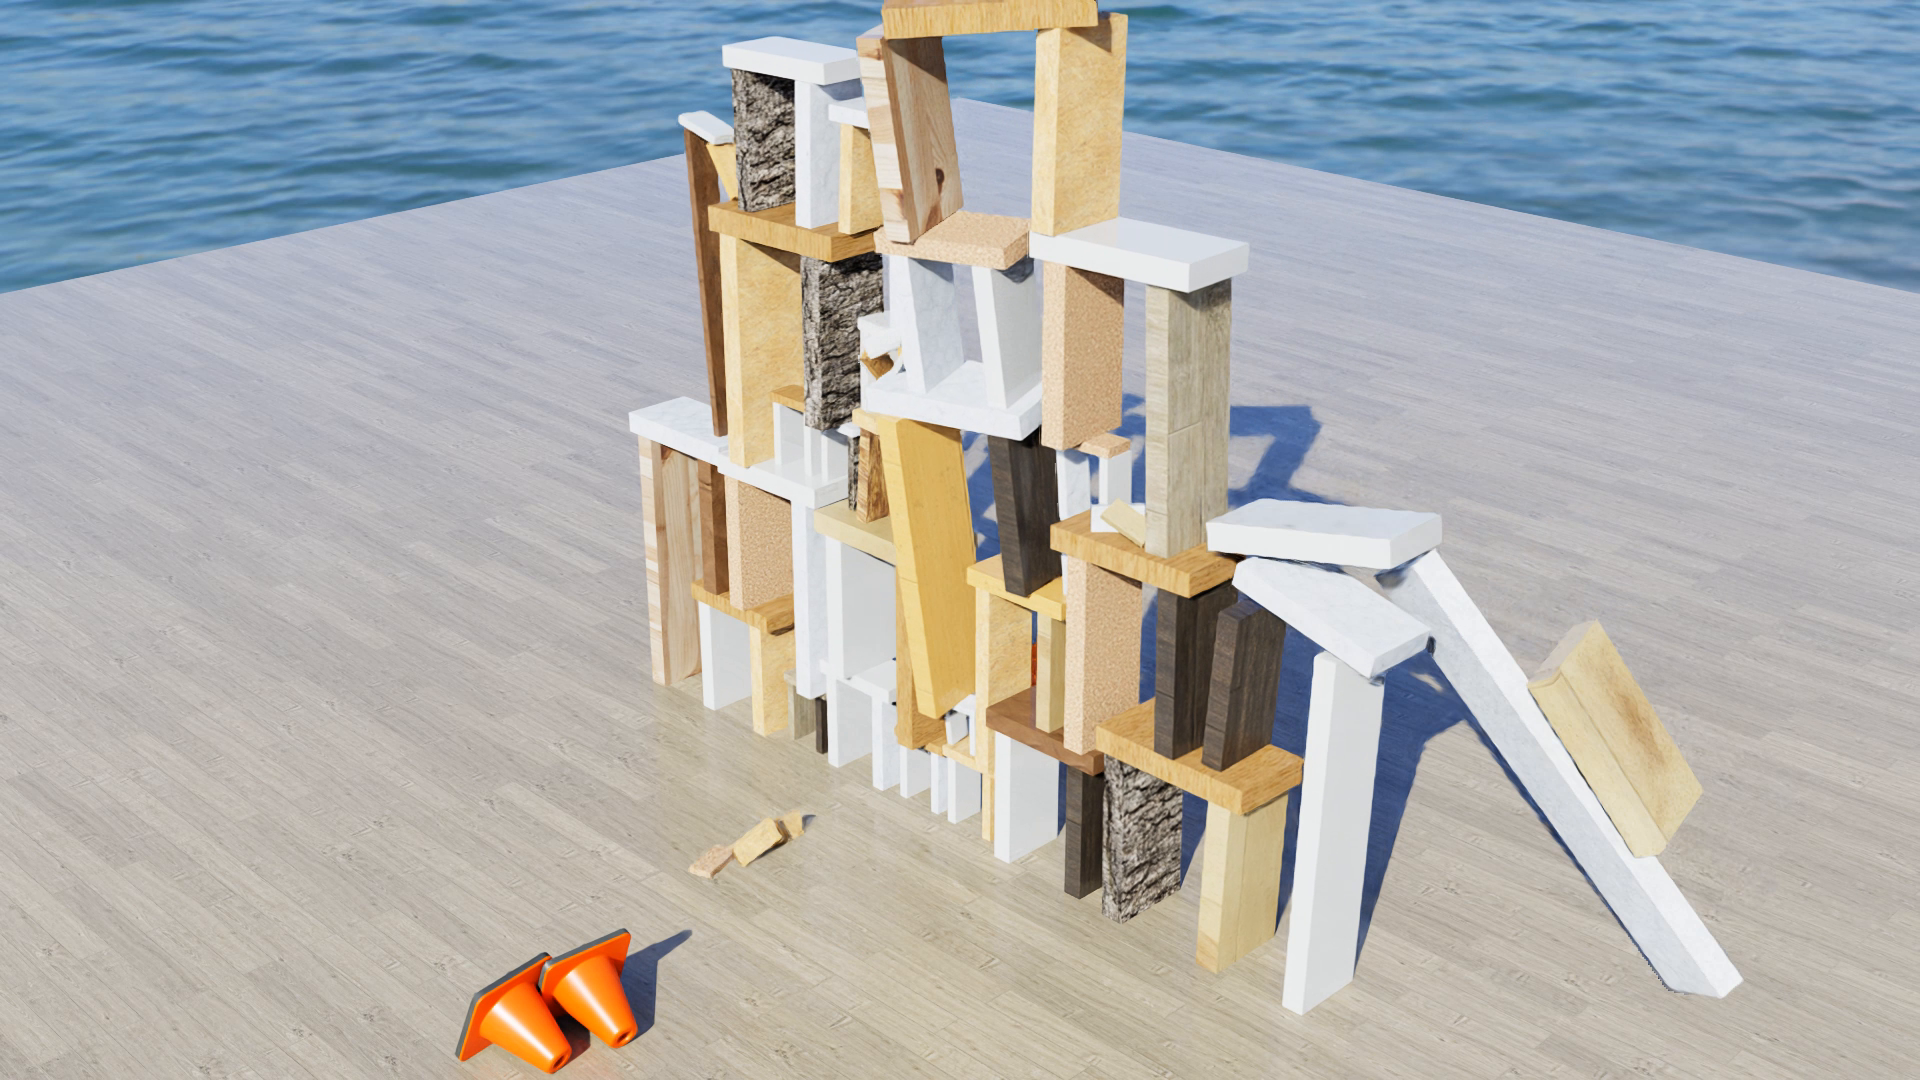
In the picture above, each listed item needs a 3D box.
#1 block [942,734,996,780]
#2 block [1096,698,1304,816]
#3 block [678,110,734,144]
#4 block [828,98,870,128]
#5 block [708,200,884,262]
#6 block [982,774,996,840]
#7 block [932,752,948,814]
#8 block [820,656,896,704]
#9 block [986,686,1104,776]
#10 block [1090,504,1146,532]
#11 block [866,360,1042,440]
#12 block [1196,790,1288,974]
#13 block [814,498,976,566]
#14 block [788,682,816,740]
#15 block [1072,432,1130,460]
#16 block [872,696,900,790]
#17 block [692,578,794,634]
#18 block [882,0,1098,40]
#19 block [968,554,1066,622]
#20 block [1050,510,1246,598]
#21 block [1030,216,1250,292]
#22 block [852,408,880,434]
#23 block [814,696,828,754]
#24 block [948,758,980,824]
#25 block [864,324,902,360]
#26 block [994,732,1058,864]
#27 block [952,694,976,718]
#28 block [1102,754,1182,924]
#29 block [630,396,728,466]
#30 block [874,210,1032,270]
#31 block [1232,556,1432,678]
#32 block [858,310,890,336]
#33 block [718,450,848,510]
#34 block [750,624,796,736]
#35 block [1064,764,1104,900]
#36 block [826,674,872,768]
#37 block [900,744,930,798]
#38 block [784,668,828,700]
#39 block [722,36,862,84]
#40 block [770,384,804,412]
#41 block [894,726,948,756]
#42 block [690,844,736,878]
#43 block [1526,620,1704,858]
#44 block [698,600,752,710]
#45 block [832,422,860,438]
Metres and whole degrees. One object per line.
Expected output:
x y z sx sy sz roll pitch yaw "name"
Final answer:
0.042 0.428 4.355 0.145 0.021 0.072 21 31 40 "block"
0.425 0.382 3.931 0.169 0.048 0.338 -21 30 -40 "block"
-0.503 -0.828 4.410 0.062 0.018 0.124 -18 41 -38 "block"
-0.133 -0.780 4.045 0.209 0.030 0.104 21 31 40 "block"
-0.311 -0.615 4.296 0.347 0.049 0.173 20 30 39 "block"
0.077 0.517 4.356 0.021 0.145 0.072 21 31 40 "block"
-0.027 0.481 4.453 0.068 0.136 0.019 -21 31 -40 "block"
-0.181 0.275 4.542 0.208 0.029 0.104 21 31 41 "block"
0.195 0.358 4.160 0.276 0.039 0.138 21 31 41 "block"
0.279 -0.039 3.881 0.095 0.048 0.014 -1 22 -3 "block"
0.013 -0.263 3.968 0.330 0.047 0.165 13 35 32 "block"
0.505 0.591 3.933 0.048 0.338 0.169 23 32 40 "block"
-0.130 -0.017 4.350 0.154 0.044 0.308 -21 31 -40 "block"
-0.339 0.359 4.744 0.019 0.133 0.067 21 31 40 "block"
0.232 -0.176 3.909 0.130 0.018 0.065 18 29 37 "block"
-0.133 0.404 4.543 0.104 0.208 0.029 -21 31 -40 "block"
-0.452 0.127 4.761 0.128 0.036 0.256 -21 31 -40 "block"
0.051 -0.887 3.626 0.347 0.049 0.173 -3 30 4 "block"
0.140 0.083 4.104 0.239 0.034 0.119 21 31 40 "block"
0.330 0.014 3.873 0.315 0.045 0.158 20 30 40 "block"
0.299 -0.488 3.700 0.335 0.047 0.167 19 29 38 "block"
-0.108 -0.221 4.231 0.099 0.028 0.197 -18 29 -36 "block"
-0.276 0.384 4.686 0.019 0.133 0.067 21 31 41 "block"
0.009 0.491 4.419 0.021 0.145 0.072 21 31 40 "block"
-0.127 -0.362 3.966 0.092 0.013 0.046 -24 43 6 "block"
0.130 0.478 4.281 0.039 0.276 0.138 21 31 41 "block"
0.009 0.320 4.324 0.093 0.013 0.046 18 38 37 "block"
0.340 0.526 4.086 0.169 0.338 0.048 -21 30 -40 "block"
-0.557 -0.236 4.733 0.305 0.043 0.153 21 31 41 "block"
-0.002 -0.525 3.809 0.265 0.037 0.132 12 34 31 "block"
0.611 0.110 3.630 0.149 0.042 0.298 -21 44 -38 "block"
-0.113 -0.400 4.178 0.080 0.023 0.160 -18 30 -37 "block"
-0.346 -0.142 4.531 0.298 0.042 0.149 21 31 40 "block"
-0.391 0.285 4.763 0.036 0.256 0.128 21 31 41 "block"
0.261 0.528 4.161 0.039 0.276 0.138 21 31 41 "block"
-0.230 0.365 4.633 0.104 0.208 0.029 -21 31 -40 "block"
-0.091 0.456 4.513 0.068 0.136 0.019 -21 31 -40 "block"
-0.307 0.301 4.686 0.067 0.019 0.133 -21 31 -40 "block"
-0.306 -0.911 4.172 0.275 0.039 0.138 19 30 39 "block"
-0.317 -0.284 4.450 0.066 0.019 0.132 -21 31 -40 "block"
-0.061 0.397 4.453 0.136 0.019 0.068 21 30 40 "block"
-0.479 0.624 4.272 0.048 0.014 0.096 11 25 25 "block"
1.065 0.322 3.569 0.173 0.346 0.049 -40 11 -37 "block"
-0.511 0.237 4.874 0.128 0.256 0.036 -21 31 -41 "block"
-0.227 -0.233 4.366 0.059 0.017 0.119 -18 29 -36 "block"
